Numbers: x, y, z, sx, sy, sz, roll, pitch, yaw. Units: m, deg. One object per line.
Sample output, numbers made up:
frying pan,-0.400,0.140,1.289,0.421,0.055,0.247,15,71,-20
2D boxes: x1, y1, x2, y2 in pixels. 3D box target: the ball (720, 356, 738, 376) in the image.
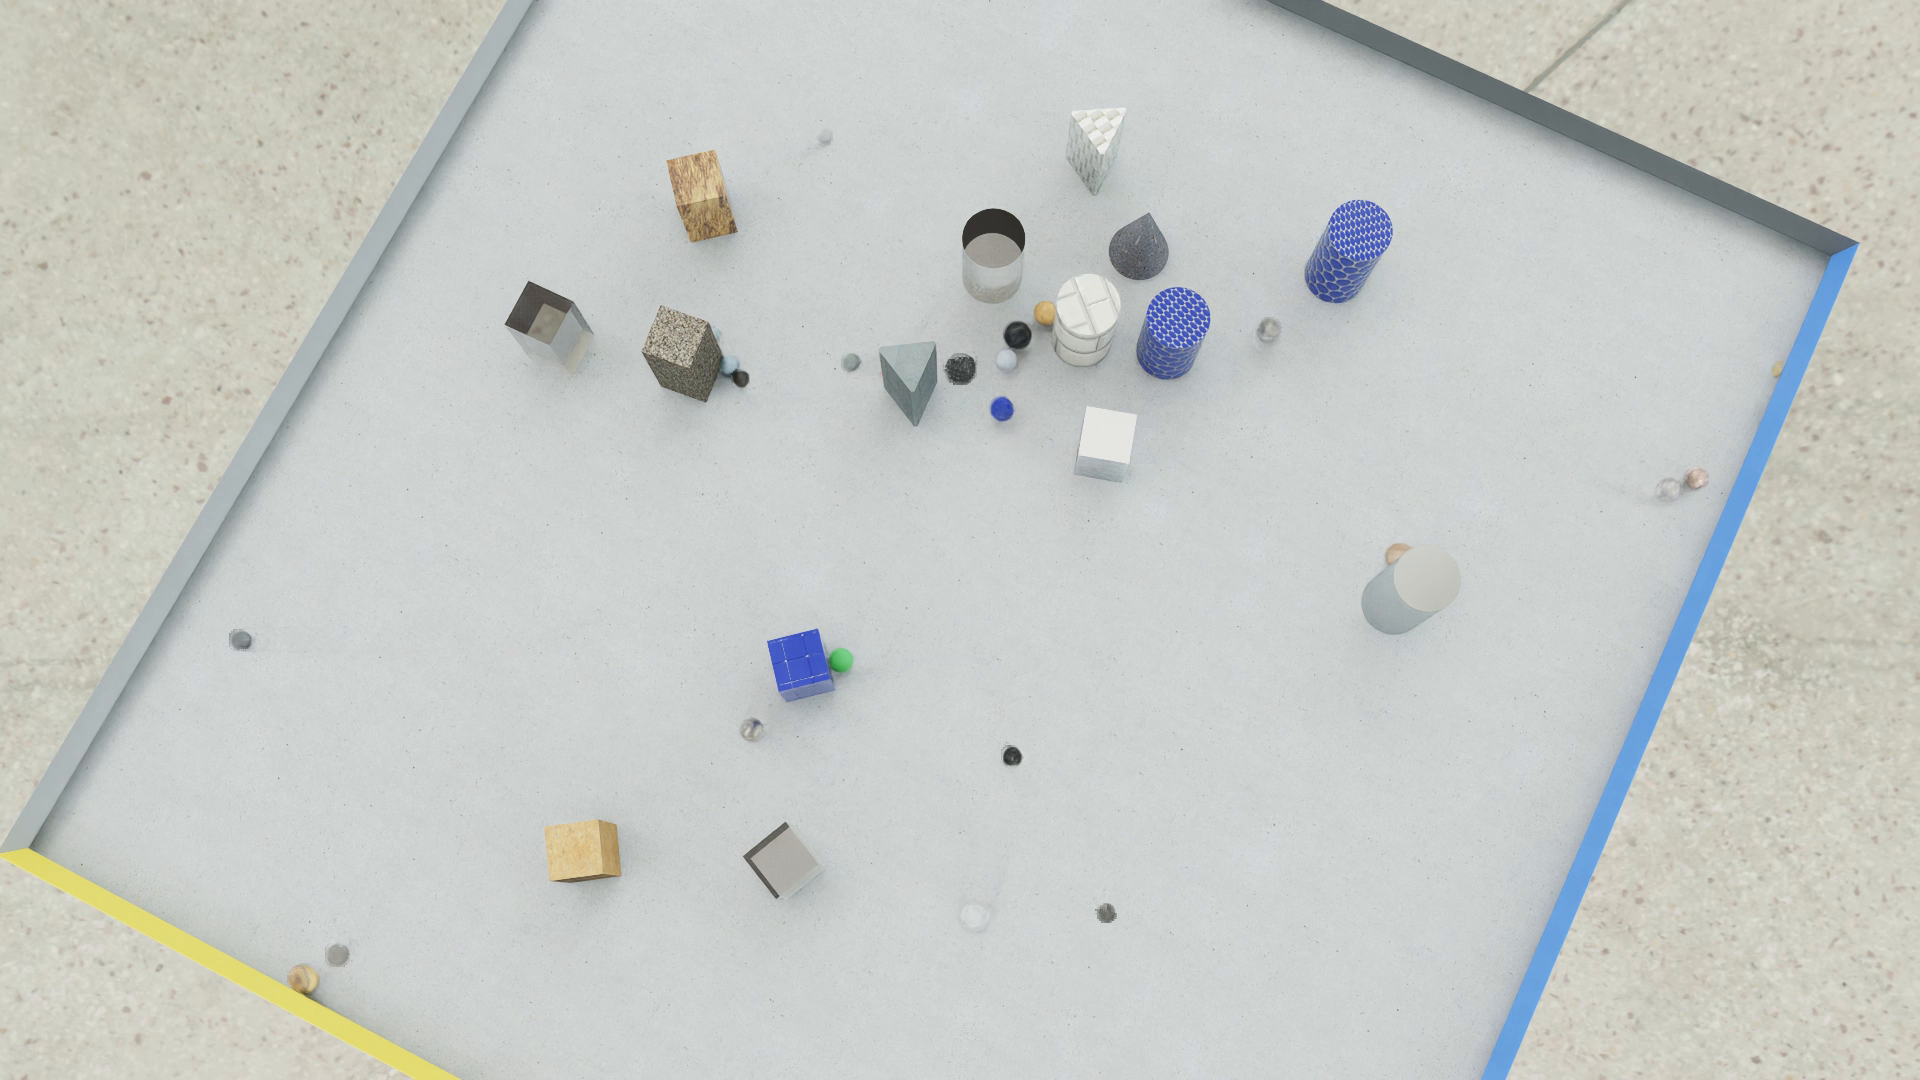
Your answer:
ball,-0.718,-0.541,5.698,0.060,0.060,0.060,0,78,0

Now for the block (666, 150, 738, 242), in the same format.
block,-0.797,-1.063,5.682,0.152,0.303,0.152,-13,79,-3

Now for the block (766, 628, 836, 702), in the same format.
block,-0.465,0.372,5.407,0.152,0.260,0.152,-14,79,-3

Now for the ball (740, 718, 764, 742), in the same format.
ball,-0.619,0.564,5.463,0.072,0.072,0.072,0,78,0

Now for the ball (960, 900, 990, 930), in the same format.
ball,0.043,1.096,5.346,0.086,0.086,0.086,0,78,0

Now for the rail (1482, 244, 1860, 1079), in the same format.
rail,1.838,0.906,5.365,0.045,0.123,4.170,26,80,5

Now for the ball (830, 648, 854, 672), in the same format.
ball,-0.356,0.362,5.504,0.074,0.074,0.074,0,78,0

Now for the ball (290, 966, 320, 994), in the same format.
ball,-1.900,1.275,5.312,0.080,0.080,0.080,0,78,0

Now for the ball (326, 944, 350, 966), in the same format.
ball,-1.810,1.207,5.335,0.063,0.063,0.063,0,78,0

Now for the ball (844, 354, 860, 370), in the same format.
ball,-0.337,-0.554,5.703,0.055,0.055,0.055,0,78,0

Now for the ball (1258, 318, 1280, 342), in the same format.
ball,0.963,-0.653,5.715,0.072,0.072,0.072,0,78,0

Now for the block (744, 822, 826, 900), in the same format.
block,-0.501,0.925,5.268,0.152,0.307,0.152,-39,81,-7

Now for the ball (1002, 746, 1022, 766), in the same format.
ball,0.157,0.644,5.452,0.060,0.060,0.060,0,78,0

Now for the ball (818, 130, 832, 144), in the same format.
ball,-0.435,-1.289,5.860,0.044,0.044,0.044,0,78,0

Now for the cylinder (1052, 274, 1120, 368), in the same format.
cylinder,0.381,-0.666,5.589,0.190,0.323,0.190,0,78,0

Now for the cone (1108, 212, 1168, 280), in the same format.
cone,0.566,-0.947,5.643,0.190,0.332,0.190,0,78,0

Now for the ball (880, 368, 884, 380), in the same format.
ball,-0.220,-0.522,5.694,0.059,0.059,0.059,0,78,0

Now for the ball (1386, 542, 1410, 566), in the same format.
ball,1.337,0.052,5.562,0.087,0.087,0.087,0,78,0

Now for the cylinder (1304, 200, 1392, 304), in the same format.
cylinder,1.183,-0.877,5.601,0.190,0.386,0.190,0,78,0

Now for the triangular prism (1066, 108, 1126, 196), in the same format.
triangular prism,0.443,-1.235,5.705,0.143,0.326,0.165,-33,80,-6

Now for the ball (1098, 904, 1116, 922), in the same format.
ball,0.430,1.090,5.365,0.051,0.051,0.051,0,78,0

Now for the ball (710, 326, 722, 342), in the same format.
ball,-0.770,-0.645,5.723,0.052,0.052,0.052,0,78,0

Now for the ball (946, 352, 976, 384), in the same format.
ball,0.002,-0.532,5.678,0.095,0.095,0.095,0,78,0

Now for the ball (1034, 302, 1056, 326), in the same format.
ball,0.267,-0.708,5.725,0.075,0.075,0.075,0,78,0

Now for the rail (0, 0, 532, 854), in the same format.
rail,-1.838,-0.893,5.737,0.045,0.123,4.170,26,80,5

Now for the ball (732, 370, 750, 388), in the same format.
ball,-0.679,-0.500,5.692,0.053,0.053,0.053,0,78,0

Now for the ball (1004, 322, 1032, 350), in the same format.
ball,0.181,-0.636,5.704,0.087,0.087,0.087,0,78,0

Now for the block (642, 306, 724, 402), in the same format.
block,-0.835,-0.559,5.547,0.152,0.362,0.152,20,79,4

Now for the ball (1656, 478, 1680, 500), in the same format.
ball,2.170,-0.156,5.612,0.071,0.071,0.071,0,78,0

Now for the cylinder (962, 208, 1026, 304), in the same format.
cylinder,0.101,-0.869,5.632,0.190,0.322,0.190,0,78,0

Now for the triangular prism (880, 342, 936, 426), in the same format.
triangular prism,-0.129,-0.497,5.524,0.143,0.383,0.165,-36,81,-7

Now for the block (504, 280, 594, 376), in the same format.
block,-1.247,-0.640,5.586,0.152,0.319,0.152,25,79,5

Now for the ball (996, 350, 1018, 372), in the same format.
ball,0.145,-0.557,5.697,0.069,0.069,0.069,0,78,0

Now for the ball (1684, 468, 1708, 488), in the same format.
ball,2.258,-0.190,5.622,0.066,0.066,0.066,0,78,0

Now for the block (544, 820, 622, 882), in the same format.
block,-1.085,0.900,5.286,0.152,0.283,0.152,-7,78,-2

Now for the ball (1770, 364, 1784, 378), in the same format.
ball,2.547,-0.527,5.703,0.044,0.044,0.044,0,78,0

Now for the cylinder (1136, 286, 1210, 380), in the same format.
cylinder,0.647,-0.626,5.581,0.190,0.324,0.190,0,78,0

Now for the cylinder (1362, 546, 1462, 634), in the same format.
cylinder,1.316,0.151,5.368,0.190,0.426,0.190,0,78,0

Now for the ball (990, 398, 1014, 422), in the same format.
ball,0.131,-0.402,5.662,0.074,0.074,0.074,0,78,0

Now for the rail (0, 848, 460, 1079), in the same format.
rail,-0.922,1.812,5.177,4.156,0.123,0.045,26,80,5

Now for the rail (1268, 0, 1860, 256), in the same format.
rail,0.922,-1.799,5.925,4.156,0.123,0.045,26,80,5

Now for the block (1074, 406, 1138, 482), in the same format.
block,0.438,-0.287,5.551,0.152,0.245,0.152,10,78,2

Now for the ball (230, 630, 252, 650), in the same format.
ball,-2.166,0.302,5.524,0.059,0.059,0.059,0,78,0
